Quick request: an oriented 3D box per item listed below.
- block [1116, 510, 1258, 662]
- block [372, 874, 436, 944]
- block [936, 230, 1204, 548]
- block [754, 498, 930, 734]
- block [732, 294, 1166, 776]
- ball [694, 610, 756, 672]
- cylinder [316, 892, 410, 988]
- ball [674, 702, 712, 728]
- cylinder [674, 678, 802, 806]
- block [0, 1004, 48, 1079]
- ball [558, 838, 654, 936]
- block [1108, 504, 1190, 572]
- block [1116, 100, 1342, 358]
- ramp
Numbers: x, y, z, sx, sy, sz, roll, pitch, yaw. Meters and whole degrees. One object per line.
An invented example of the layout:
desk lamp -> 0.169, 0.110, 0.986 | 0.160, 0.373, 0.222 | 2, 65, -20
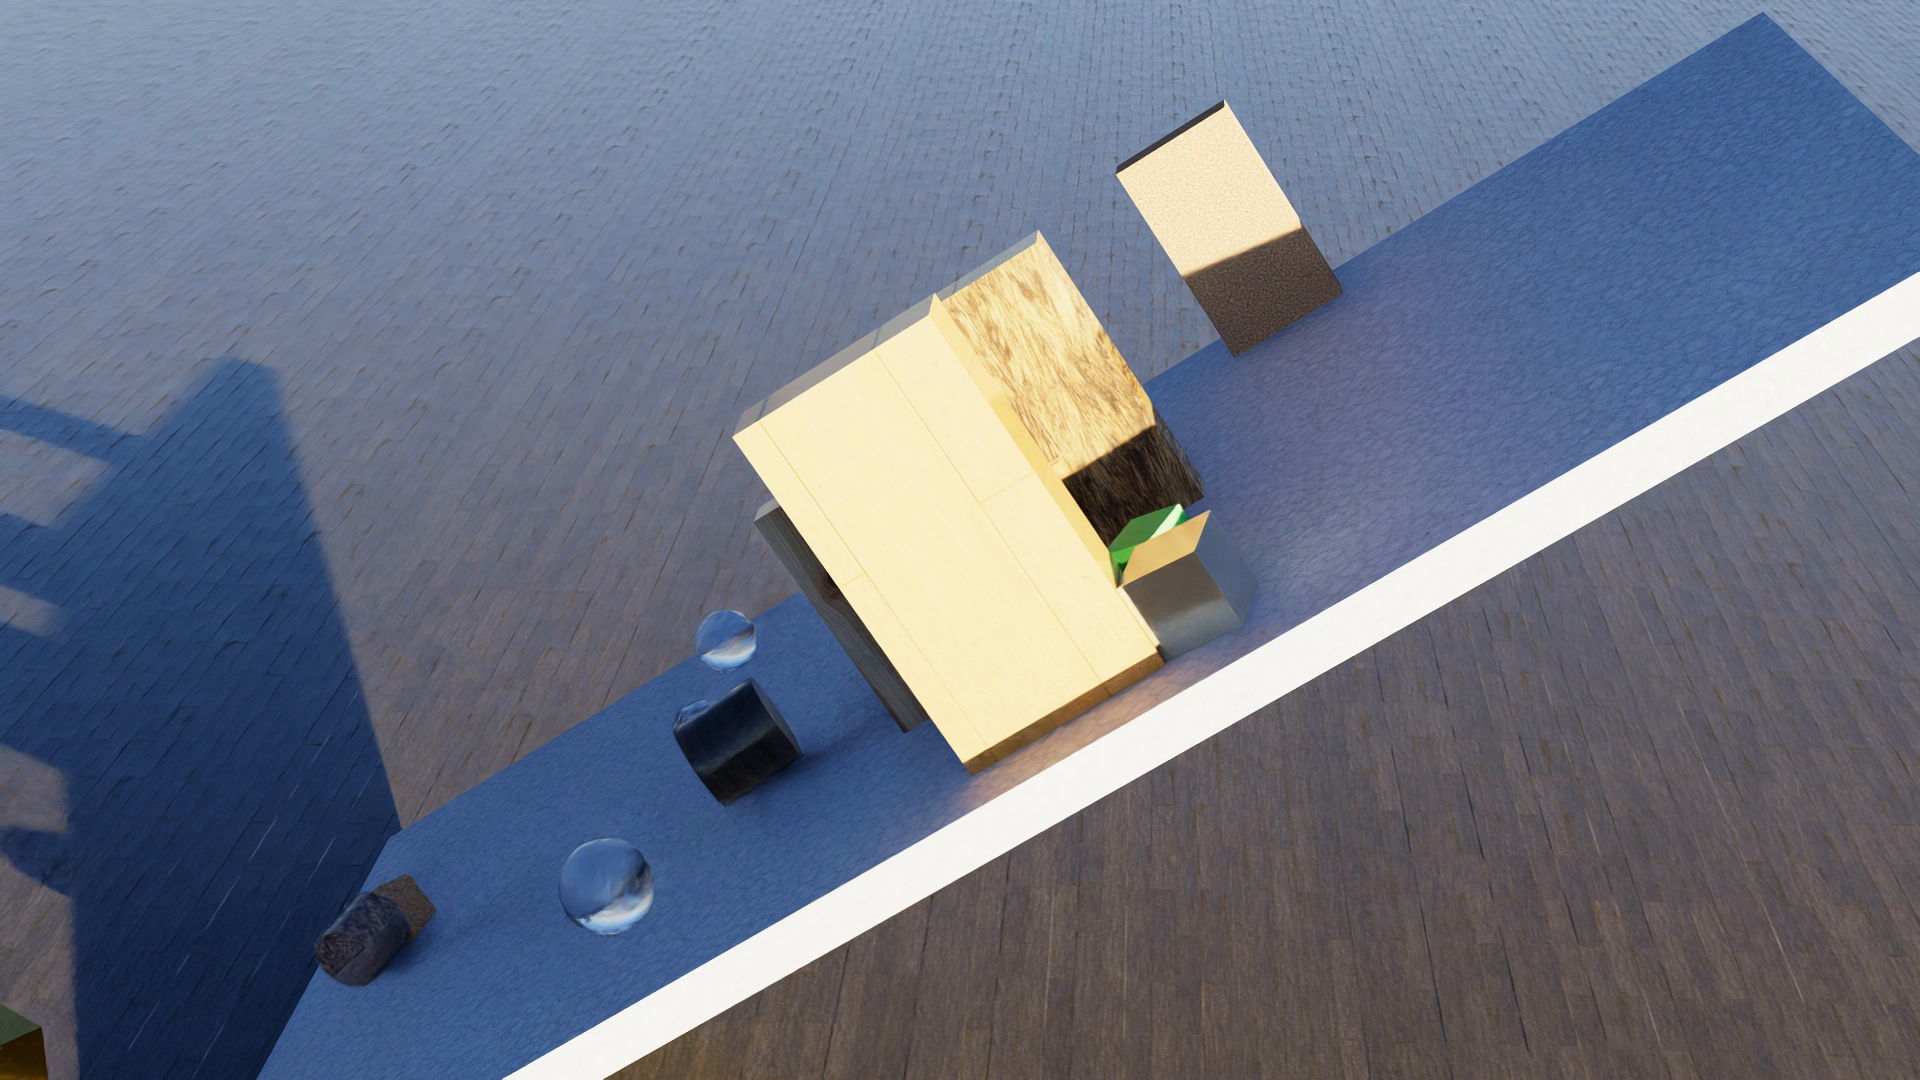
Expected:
block -> 0.422, 0.084, 5.438 | 0.171, 0.171, 0.171 | -27, 17, 26
block -> -1.312, 0.867, 6.824 | 0.114, 0.114, 0.114 | -25, 18, 33
block -> 0.186, -0.275, 6.128 | 0.356, 0.644, 0.106 | -31, 15, 14
block -> -0.081, 0.058, 5.875 | 0.424, 0.538, 0.082 | -31, 15, 14
block -> -0.012, -0.003, 5.427 | 0.426, 0.791, 0.147 | -31, 15, 14
ball -> -0.565, 0.242, 7.091 | 0.149, 0.149, 0.149 | 0, 20, 0
cylinder -> -1.360, 0.912, 6.704 | 0.153, 0.153, 0.153 | 7, 32, 19
ball -> -0.580, 0.425, 6.607 | 0.125, 0.125, 0.125 | 0, 20, 0
cylinder -> -0.471, 0.427, 6.231 | 0.196, 0.196, 0.196 | -34, 24, 1
block -> -2.181, 1.176, 6.629 | 0.167, 0.167, 0.167 | 16, 26, 37
ball -> -0.712, 0.697, 5.915 | 0.195, 0.195, 0.195 | 0, 20, 0
block -> 0.386, 0.032, 5.752 | 0.131, 0.131, 0.131 | -19, 21, 44
block -> 0.624, -0.718, 6.806 | 0.291, 0.517, 0.083 | -31, 15, 14
ramp -> 0.139, 0.171, 6.296 | 4.000, 0.100, 2.000 | -31, 15, 14
